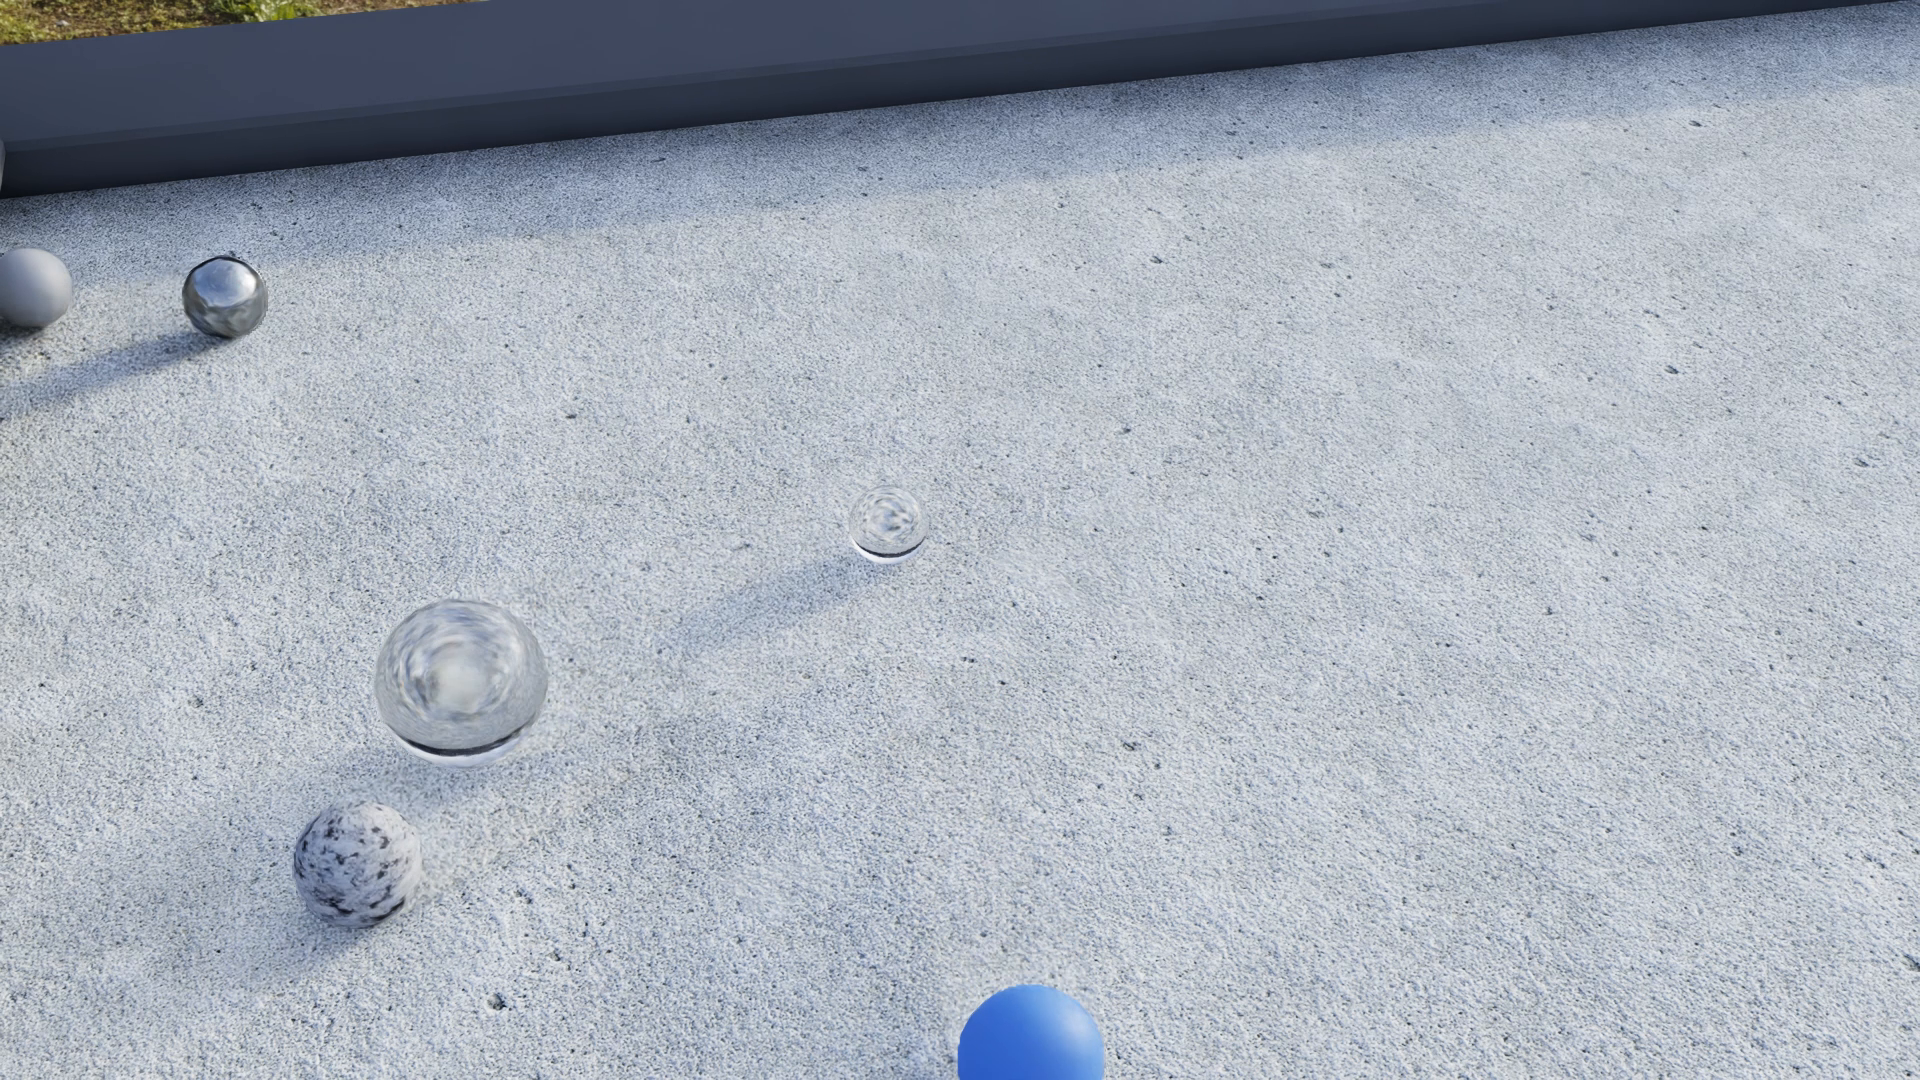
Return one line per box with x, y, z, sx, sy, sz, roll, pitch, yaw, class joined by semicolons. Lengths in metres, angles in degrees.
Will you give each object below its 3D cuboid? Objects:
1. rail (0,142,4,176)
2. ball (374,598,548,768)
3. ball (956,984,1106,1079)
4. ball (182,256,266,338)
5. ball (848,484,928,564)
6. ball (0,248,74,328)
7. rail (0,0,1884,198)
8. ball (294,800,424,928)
-0.621;0.061;1.492;0.045;0.129;1.377;-8;36;-11;rail
-0.289;0.083;1.488;0.099;0.099;0.099;0;36;0;ball
0.035;0.257;1.268;0.073;0.073;0.073;0;36;0;ball
-0.541;-0.178;1.886;0.060;0.060;0.060;0;36;0;ball
-0.046;-0.010;1.658;0.052;0.052;0.052;0;36;0;ball
-0.688;-0.187;1.899;0.059;0.059;0.059;0;36;0;ball
0.492;-0.490;2.260;2.646;0.129;0.045;-8;36;-11;rail
-0.325;0.175;1.386;0.069;0.069;0.069;0;36;0;ball
